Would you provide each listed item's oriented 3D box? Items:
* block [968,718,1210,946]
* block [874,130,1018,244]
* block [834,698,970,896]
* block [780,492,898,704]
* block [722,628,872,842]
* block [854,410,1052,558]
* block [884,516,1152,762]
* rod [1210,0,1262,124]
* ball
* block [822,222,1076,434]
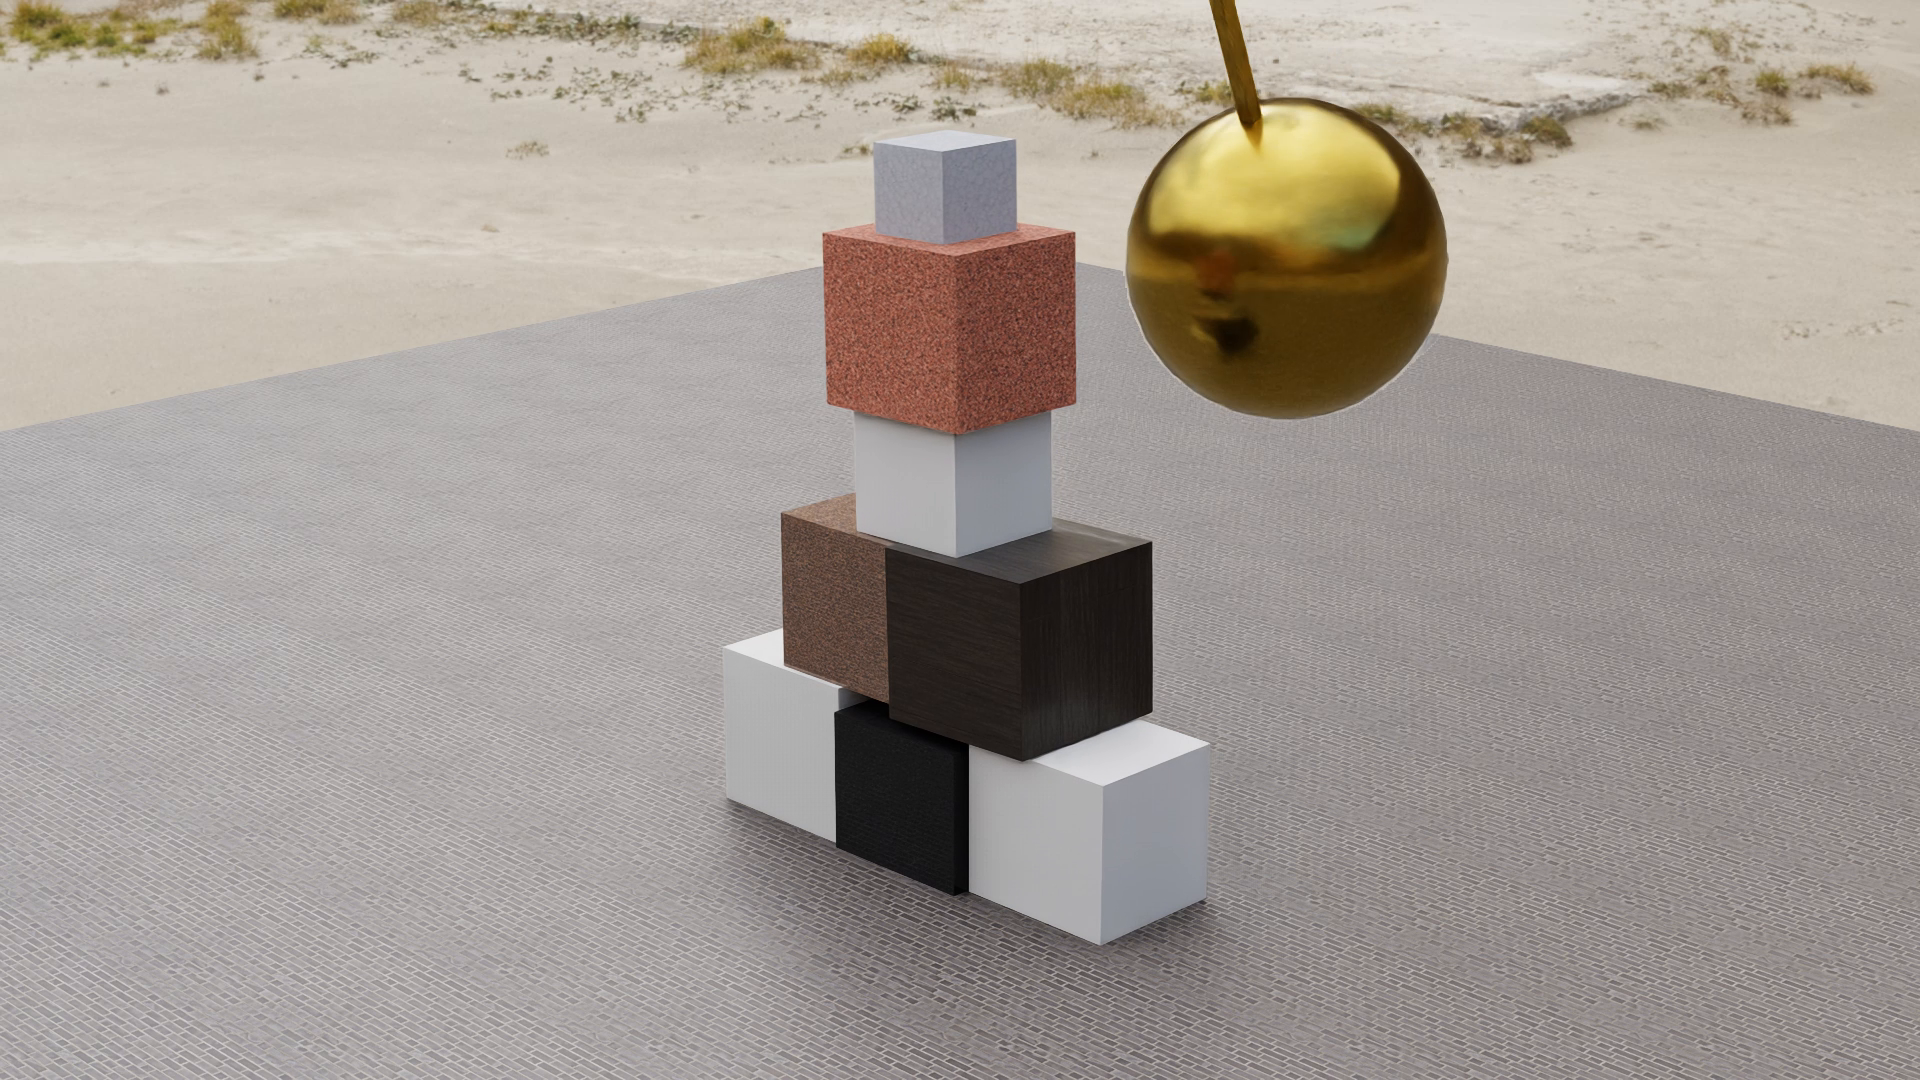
[{"bbox_3d":[0.575,1.246,13.135,0.707,0.746,0.806,-17,24,-42],"label":"block"},{"bbox_3d":[-0.064,-1.556,12.895,0.459,0.405,0.427,-17,23,-42],"label":"block"},{"bbox_3d":[-0.001,1.110,13.681,0.860,0.678,0.784,-17,24,-42],"label":"block"},{"bbox_3d":[-0.314,0.235,13.731,0.725,0.757,0.742,-17,24,-42],"label":"block"},{"bbox_3d":[-0.561,0.886,14.225,0.825,0.781,0.817,-17,24,-42],"label":"block"},{"bbox_3d":[-0.030,-0.329,13.251,0.615,0.591,0.641,-17,22,-42],"label":"block"},{"bbox_3d":[0.270,0.407,13.212,0.857,0.810,0.836,-17,22,-42],"label":"block"},{"bbox_3d":[0.703,-4.119,12.784,0.080,5.200,0.080,17,46,42],"label":"rod"},{"bbox_3d":[1.623,-1.398,14.603,1.600,1.600,1.600,0,17,0],"label":"ball"},{"bbox_3d":[-0.045,-0.985,13.054,0.747,0.780,0.834,-17,22,-42],"label":"block"}]
